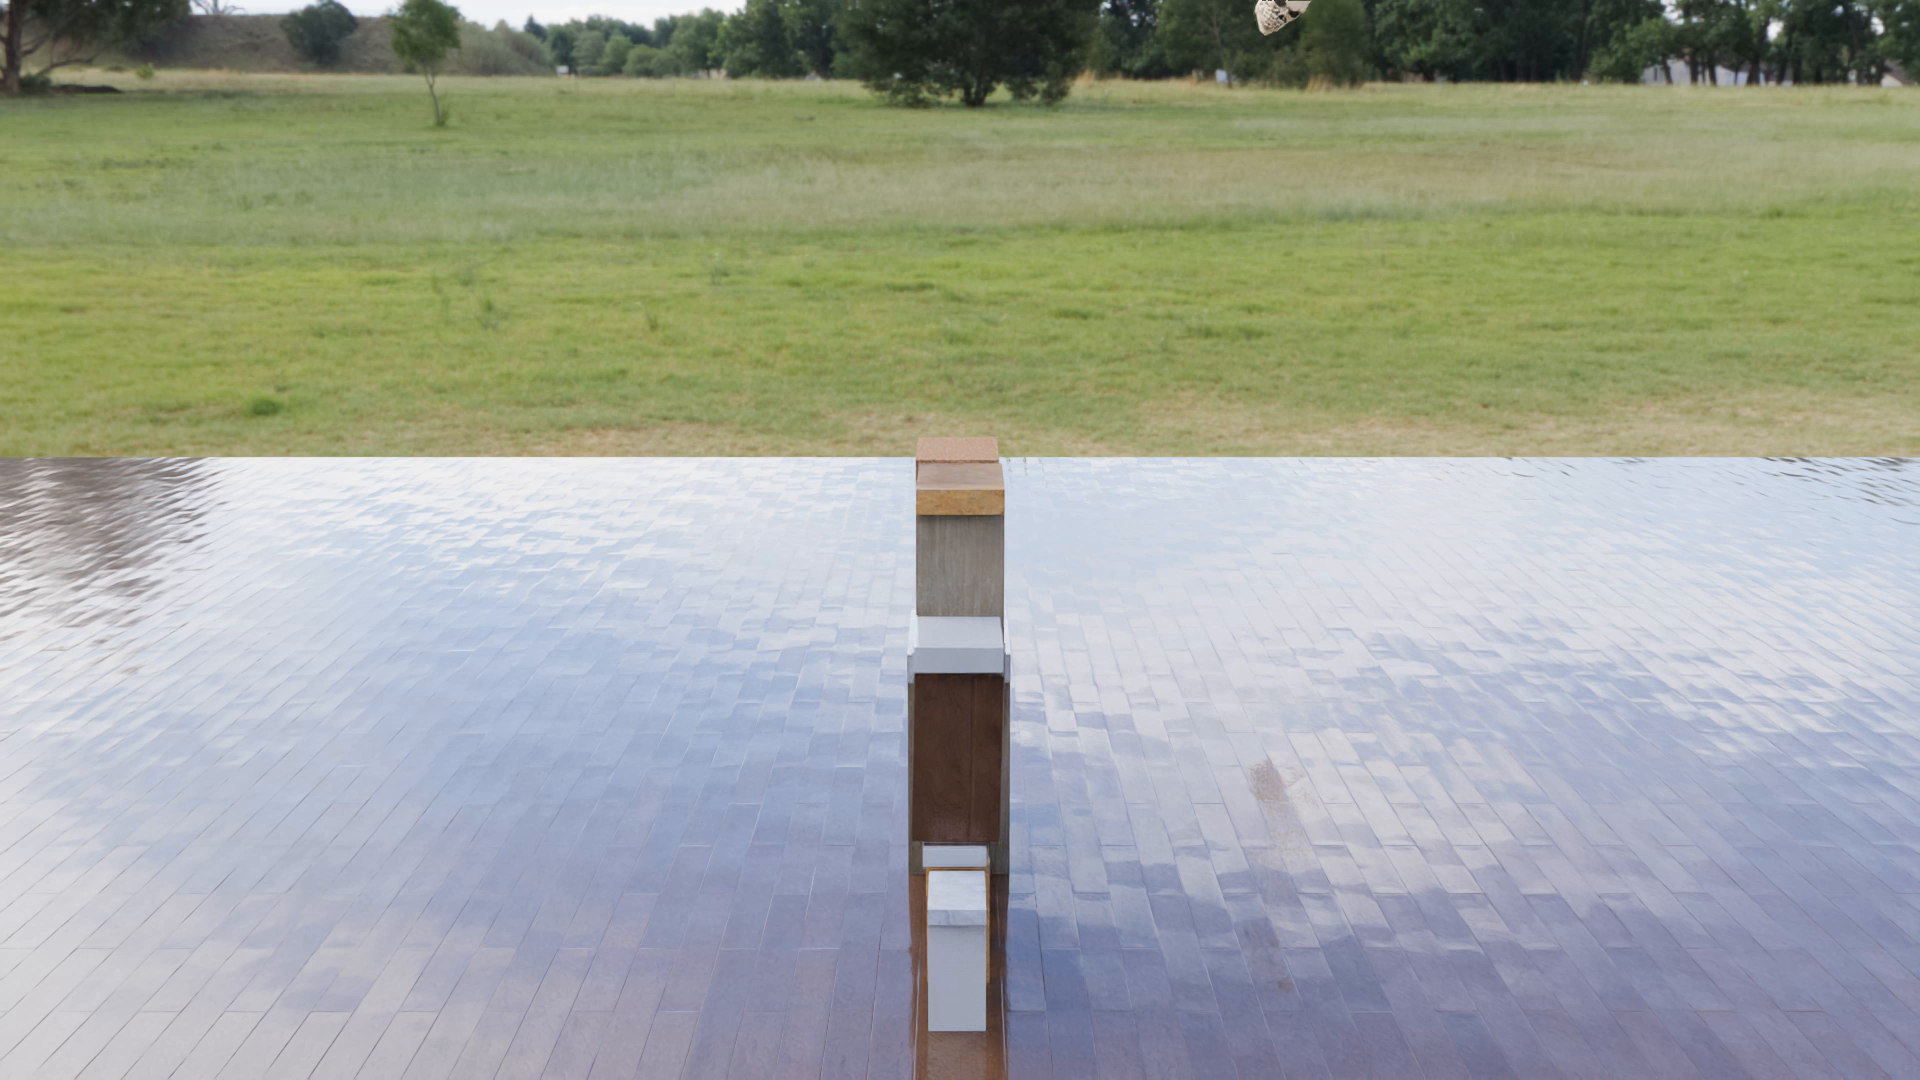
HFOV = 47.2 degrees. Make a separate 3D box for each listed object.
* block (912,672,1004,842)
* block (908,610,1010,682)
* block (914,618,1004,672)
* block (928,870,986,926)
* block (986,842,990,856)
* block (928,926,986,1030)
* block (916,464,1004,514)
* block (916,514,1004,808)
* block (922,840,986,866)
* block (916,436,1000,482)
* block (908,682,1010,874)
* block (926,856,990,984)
[{"bbox_3d":[-0.004,0.314,3.234,0.129,0.257,0.036,1,11,-1],"label":"block"},{"bbox_3d":[-0.002,0.183,3.835,0.173,0.049,0.346,0,11,0],"label":"block"},{"bbox_3d":[-0.002,0.156,3.295,0.129,0.036,0.257,0,8,0],"label":"block"},{"bbox_3d":[-0.004,0.511,3.141,0.081,0.023,0.163,0,11,0],"label":"block"},{"bbox_3d":[-0.002,0.544,3.403,0.094,0.188,0.027,0,11,0],"label":"block"},{"bbox_3d":[-0.004,0.612,3.105,0.081,0.163,0.023,0,11,0],"label":"block"},{"bbox_3d":[0.001,-0.084,3.525,0.137,0.039,0.274,0,11,0],"label":"block"},{"bbox_3d":[0.001,0.188,3.483,0.137,0.480,0.039,0,11,0],"label":"block"},{"bbox_3d":[-0.007,0.450,3.320,0.094,0.027,0.188,0,11,0],"label":"block"},{"bbox_3d":[-0.004,-0.140,3.802,0.139,0.040,0.279,0,11,0],"label":"block"},{"bbox_3d":[-0.002,0.398,3.758,0.173,0.346,0.049,0,11,0],"label":"block"},{"bbox_3d":[-0.003,0.567,3.278,0.094,0.188,0.027,0,11,1],"label":"block"}]
